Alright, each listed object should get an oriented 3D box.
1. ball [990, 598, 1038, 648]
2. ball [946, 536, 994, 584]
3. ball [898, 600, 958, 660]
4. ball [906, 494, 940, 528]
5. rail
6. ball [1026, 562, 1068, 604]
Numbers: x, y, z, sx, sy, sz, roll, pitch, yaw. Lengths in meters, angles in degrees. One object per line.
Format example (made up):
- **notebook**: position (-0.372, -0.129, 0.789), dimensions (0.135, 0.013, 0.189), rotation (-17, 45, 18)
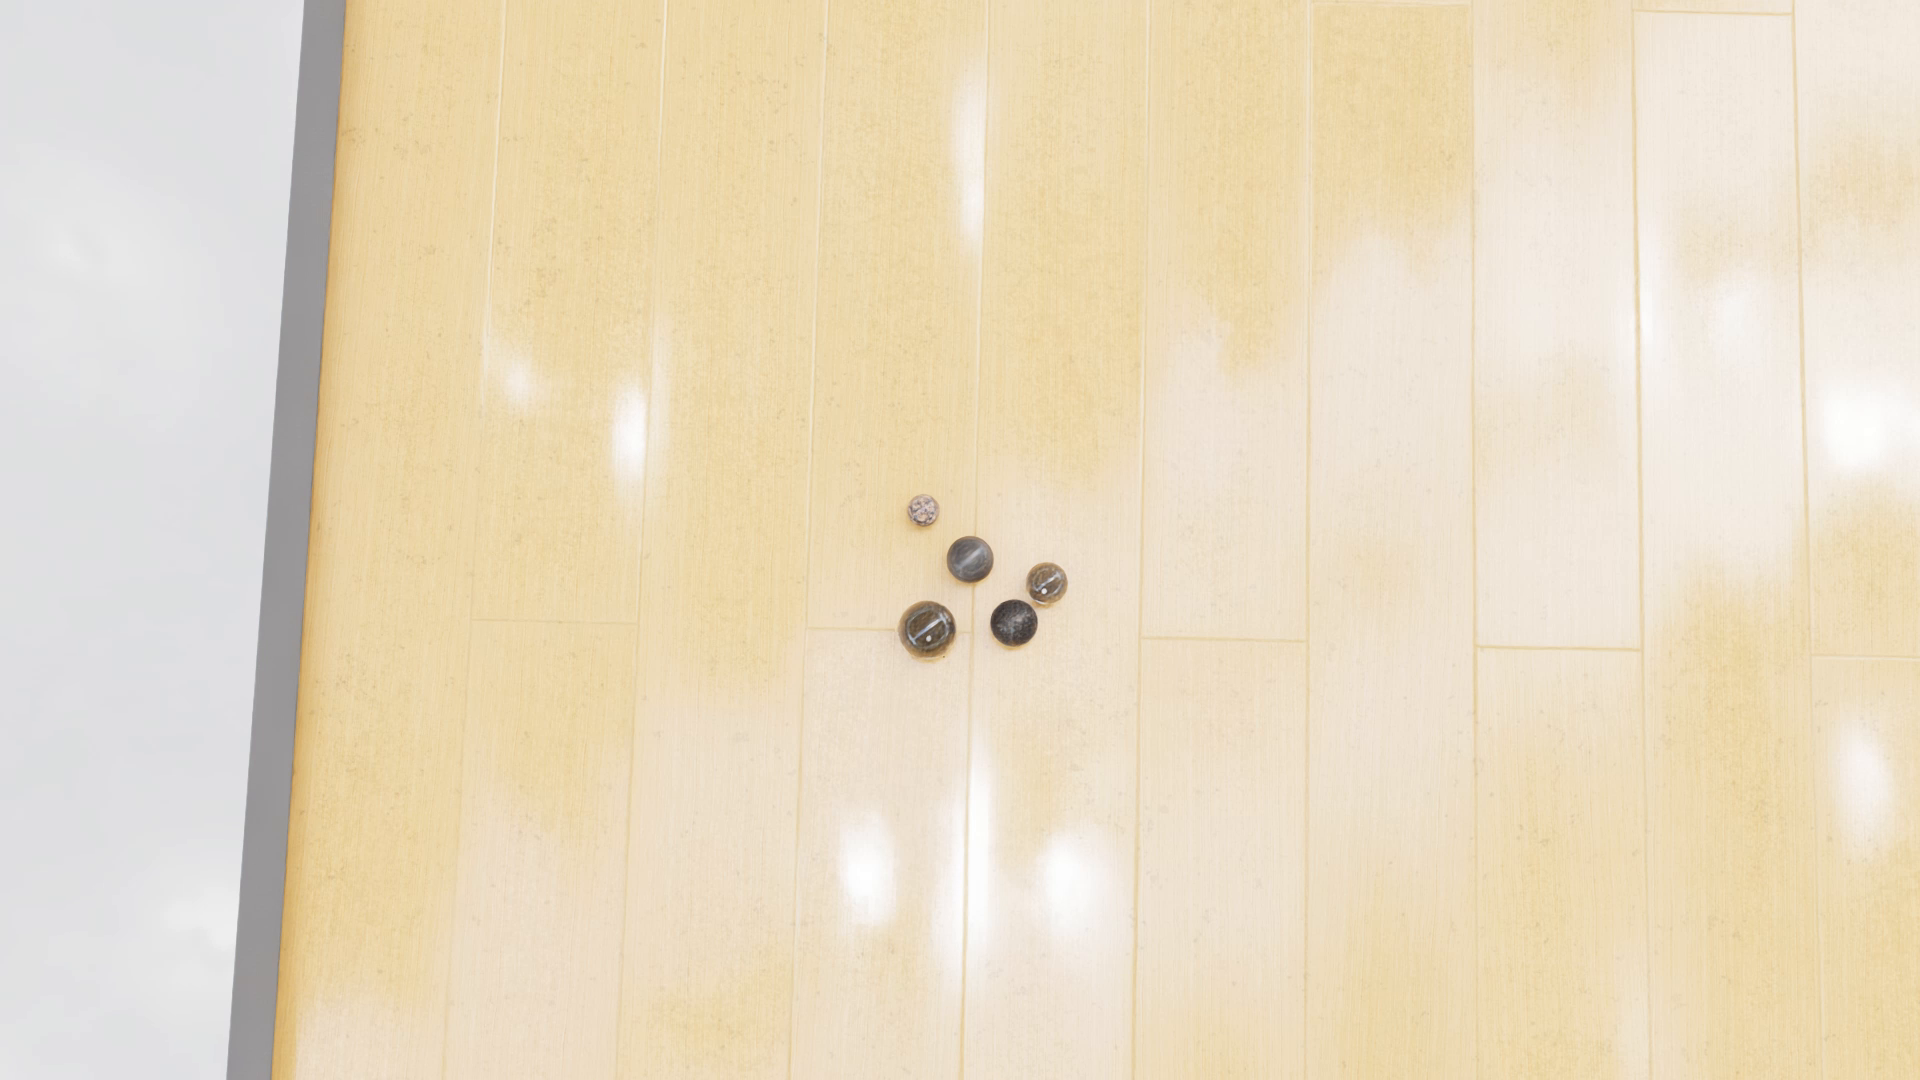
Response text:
- **ball**: position (0.080, 0.123, 3.248), dimensions (0.072, 0.072, 0.072), rotation (0, 82, 0)
- **ball**: position (0.015, 0.029, 3.262), dimensions (0.071, 0.071, 0.071), rotation (0, 82, 0)
- **ball**: position (-0.048, 0.132, 3.239), dimensions (0.088, 0.088, 0.088), rotation (0, 82, 0)
- **ball**: position (-0.055, -0.044, 3.283), dimensions (0.050, 0.050, 0.050), rotation (0, 82, 0)
- **rail**: position (-0.983, -0.029, 3.248), dimensions (0.045, 0.114, 2.269), rotation (2, 82, 0)
- **ball**: position (0.129, 0.064, 3.261), dimensions (0.064, 0.064, 0.064), rotation (0, 82, 0)
